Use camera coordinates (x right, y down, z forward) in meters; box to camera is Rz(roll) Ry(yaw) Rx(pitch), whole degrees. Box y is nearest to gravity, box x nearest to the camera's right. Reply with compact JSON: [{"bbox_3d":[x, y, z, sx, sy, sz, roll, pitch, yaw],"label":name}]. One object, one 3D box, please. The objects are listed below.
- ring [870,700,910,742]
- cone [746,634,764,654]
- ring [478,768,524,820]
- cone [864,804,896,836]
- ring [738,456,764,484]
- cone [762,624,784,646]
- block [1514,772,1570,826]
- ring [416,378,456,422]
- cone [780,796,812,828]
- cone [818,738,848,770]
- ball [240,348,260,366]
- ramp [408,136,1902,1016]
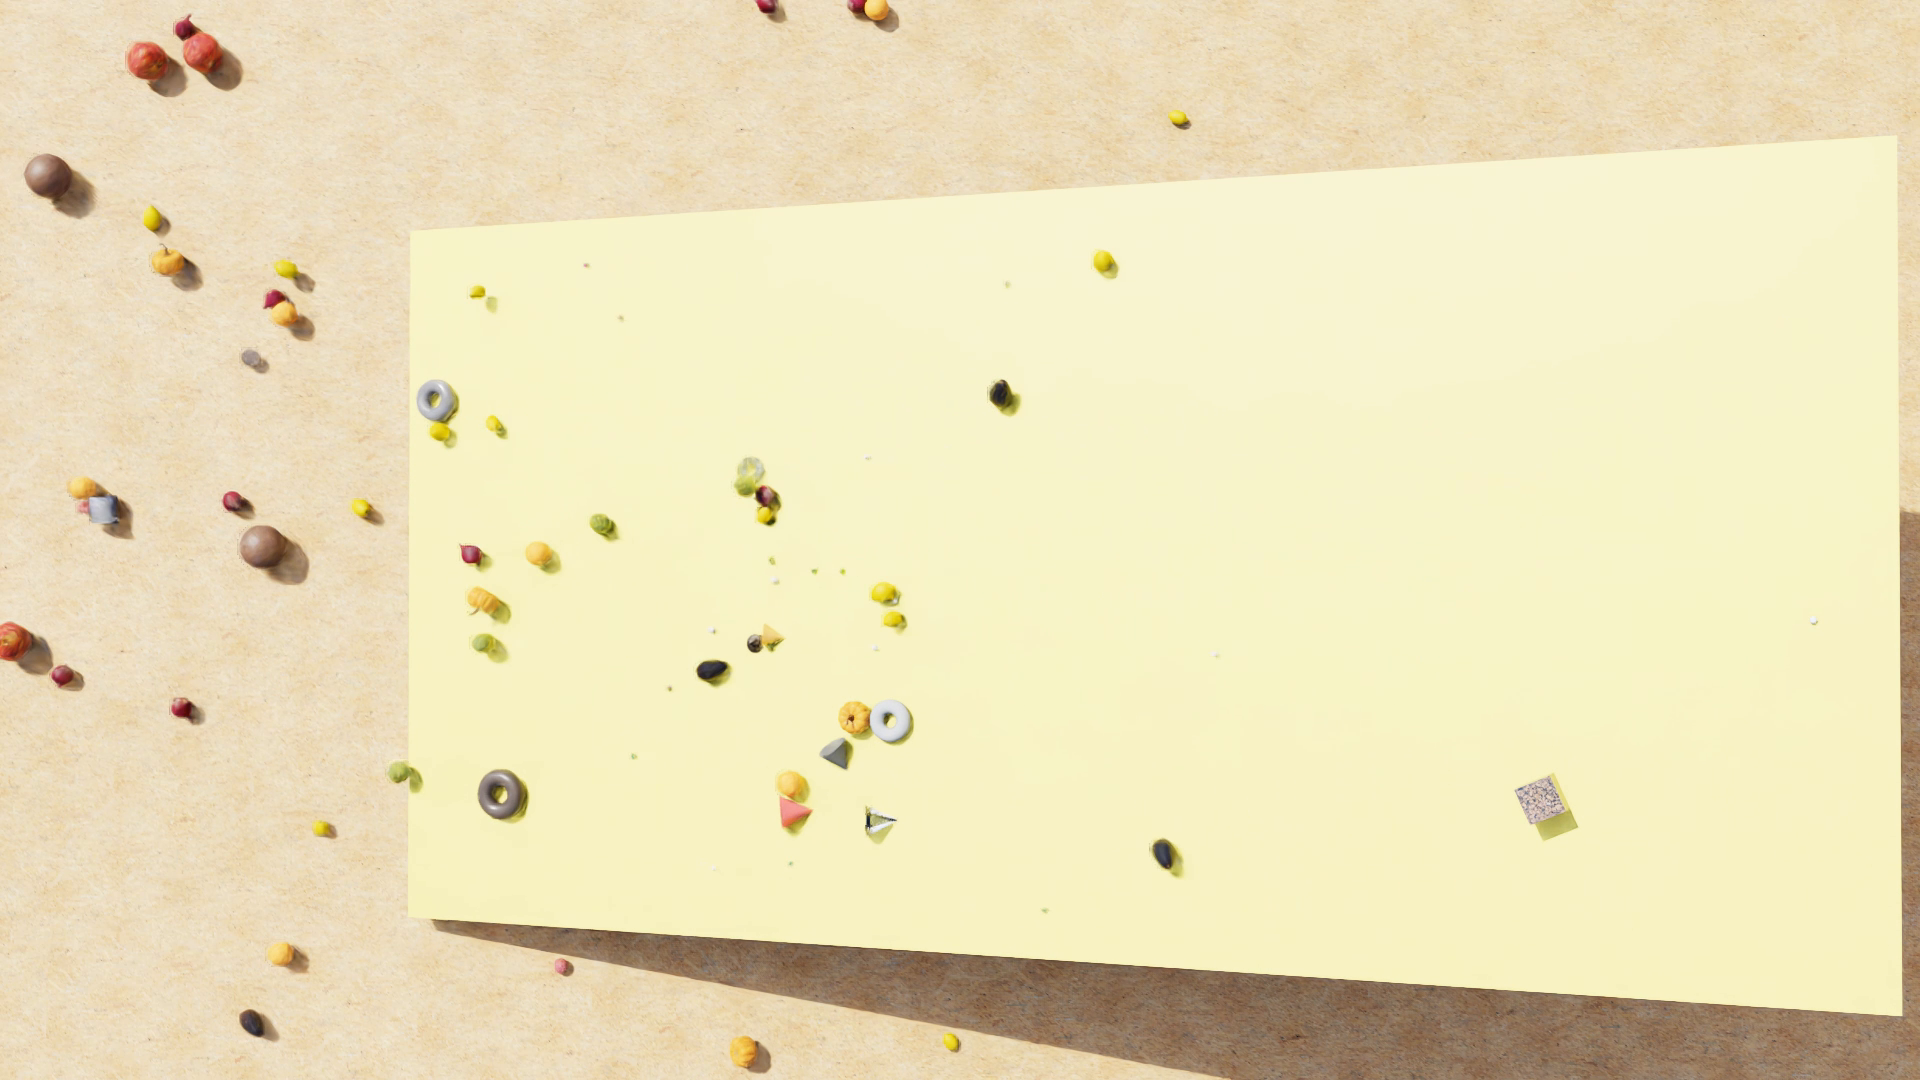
[{"bbox_3d":[-0.186,0.480,5.849,0.115,0.038,0.115,0,90,20],"label":"ring"},{"bbox_3d":[-0.570,0.284,5.989,0.053,0.053,0.053,0,89,21],"label":"cone"},{"bbox_3d":[-1.308,0.725,6.266,0.148,0.049,0.148,0,90,20],"label":"ring"},{"bbox_3d":[-0.208,0.746,5.853,0.088,0.088,0.088,-1,89,-6],"label":"cone"},{"bbox_3d":[-0.571,-0.190,6.010,0.078,0.026,0.078,-1,87,21],"label":"ring"},{"bbox_3d":[-0.505,0.261,5.978,0.063,0.063,0.063,7,89,-6],"label":"cone"},{"bbox_3d":[1.383,0.615,5.224,0.091,0.091,0.091,-26,81,19],"label":"block"},{"bbox_3d":[-1.517,-0.405,6.364,0.126,0.042,0.126,0,91,21],"label":"ring"},{"bbox_3d":[-0.439,0.733,5.940,0.091,0.091,0.091,-3,89,-6],"label":"cone"},{"bbox_3d":[-0.322,0.588,5.900,0.083,0.083,0.083,-32,106,0],"label":"cone"},{"bbox_3d":[-2.094,-0.538,6.488,0.053,0.053,0.053,0,89,0],"label":"ball"},{"bbox_3d":[0.282,0.088,5.751,4.000,0.100,2.000,0,89,21],"label":"ramp"}]
